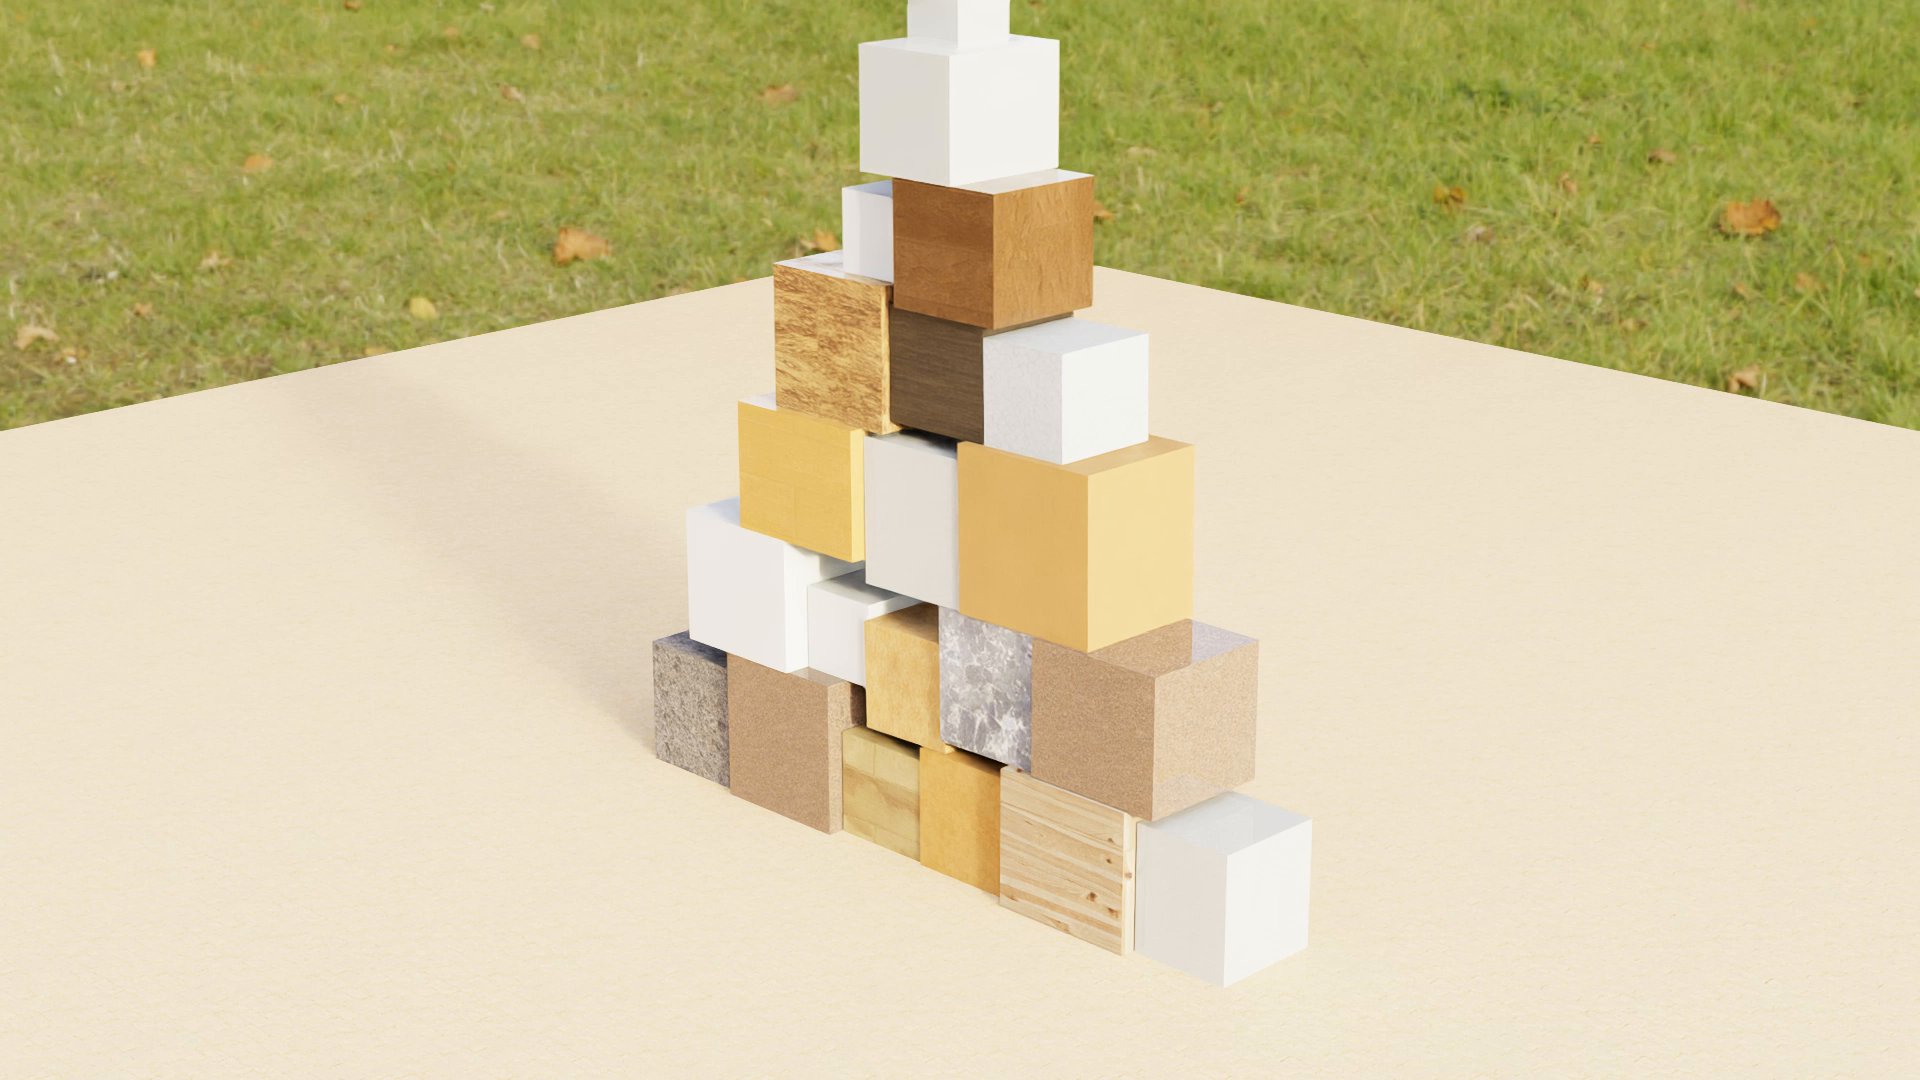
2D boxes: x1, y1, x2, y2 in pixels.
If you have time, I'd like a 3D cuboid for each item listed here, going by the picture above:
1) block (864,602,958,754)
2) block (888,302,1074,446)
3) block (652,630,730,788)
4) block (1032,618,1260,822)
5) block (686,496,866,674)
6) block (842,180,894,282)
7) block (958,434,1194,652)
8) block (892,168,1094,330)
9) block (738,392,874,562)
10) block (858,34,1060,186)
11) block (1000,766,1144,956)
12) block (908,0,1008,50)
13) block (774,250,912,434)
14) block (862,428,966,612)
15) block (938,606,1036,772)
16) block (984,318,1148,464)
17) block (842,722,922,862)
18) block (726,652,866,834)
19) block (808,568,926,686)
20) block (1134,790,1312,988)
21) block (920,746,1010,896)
[{"bbox_3d":[-0.062,0.614,13.606,0.543,0.520,0.518,-17,23,-42],"label":"block"},{"bbox_3d":[0.093,-0.789,13.021,0.570,0.540,0.583,-17,24,-42],"label":"block"},{"bbox_3d":[-1.108,0.806,14.732,0.597,0.628,0.619,-17,24,-42],"label":"block"},{"bbox_3d":[0.799,0.734,12.720,0.675,0.646,0.705,-17,24,-42],"label":"block"},{"bbox_3d":[-0.818,0.166,14.226,0.714,0.657,0.707,-17,24,-42],"label":"block"},{"bbox_3d":[-0.225,-1.388,13.137,0.416,0.380,0.433,-17,24,-42],"label":"block"},{"bbox_3d":[0.507,-0.043,12.825,0.683,0.778,0.770,-17,23,-42],"label":"block"},{"bbox_3d":[0.145,-1.299,12.776,0.613,0.580,0.622,16,24,43],"label":"block"},{"bbox_3d":[-0.509,-0.350,13.740,0.721,0.618,0.773,-17,24,-42],"label":"block"},{"bbox_3d":[-0.003,-1.890,12.768,0.556,0.554,0.670,16,24,43],"label":"block"},{"bbox_3d":[0.691,1.325,13.023,0.718,0.663,0.730,-17,24,-42],"label":"block"},{"bbox_3d":[-0.009,-2.294,12.628,0.310,0.301,0.310,16,24,43],"label":"block"},{"bbox_3d":[-0.378,-0.934,13.446,0.629,0.673,0.715,-17,24,-42],"label":"block"},{"bbox_3d":[0.002,-0.140,13.306,0.616,0.696,0.615,-17,23,-42],"label":"block"},{"bbox_3d":[0.324,0.598,13.164,0.580,0.643,0.595,-17,23,-42],"label":"block"},{"bbox_3d":[0.459,-0.650,12.664,0.545,0.478,0.465,-17,23,-42],"label":"block"},{"bbox_3d":[-0.168,1.139,13.876,0.559,0.506,0.531,-17,24,-42],"label":"block"},{"bbox_3d":[-0.615,0.888,14.269,0.726,0.749,0.718,-17,24,-42],"label":"block"},{"bbox_3d":[-0.398,0.401,13.892,0.485,0.408,0.421,-17,24,-42],"label":"block"},{"bbox_3d":[1.131,1.486,12.609,0.562,0.604,0.500,-17,24,-42],"label":"block"},{"bbox_3d":[0.234,1.222,13.491,0.606,0.578,0.572,-17,24,-42],"label":"block"}]
